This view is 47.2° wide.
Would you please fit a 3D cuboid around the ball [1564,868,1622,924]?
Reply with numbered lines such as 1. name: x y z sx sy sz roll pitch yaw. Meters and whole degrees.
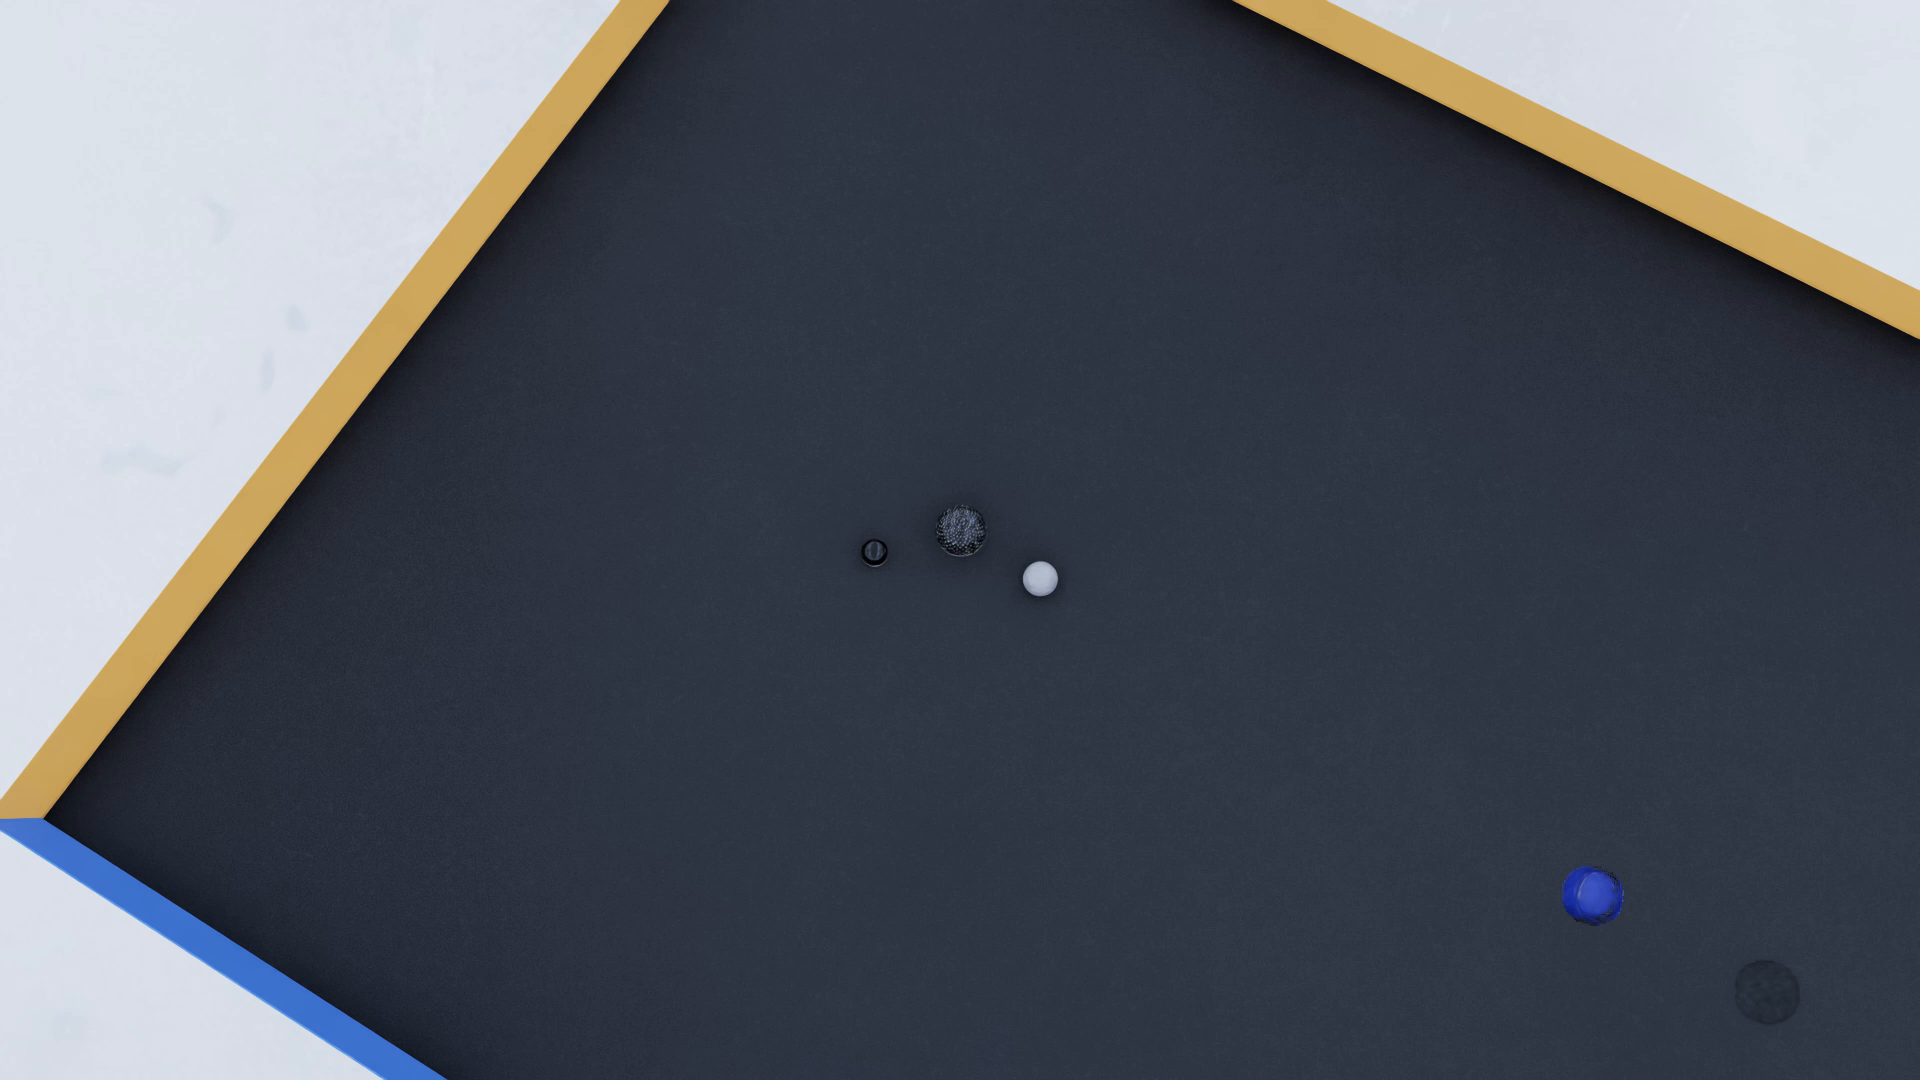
1. ball: 0.936 0.526 3.257 0.082 0.082 0.082 0 69 0

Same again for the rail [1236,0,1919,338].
1. rail: 1.422 -0.429 3.611 3.952 0.107 0.045 29 72 11

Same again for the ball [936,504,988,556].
1. ball: 0.002 -0.015 3.465 0.082 0.082 0.082 0 69 0

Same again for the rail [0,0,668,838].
1. rail: -0.827 -0.471 3.627 0.045 0.107 2.282 29 72 11

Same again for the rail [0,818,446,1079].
1. rail: 0.273 1.360 2.921 3.952 0.107 0.045 29 72 11

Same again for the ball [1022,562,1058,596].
1. ball: 0.126 0.061 3.451 0.055 0.055 0.055 0 69 0

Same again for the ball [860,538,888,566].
1. ball: -0.135 0.020 3.473 0.044 0.044 0.044 0 69 0
